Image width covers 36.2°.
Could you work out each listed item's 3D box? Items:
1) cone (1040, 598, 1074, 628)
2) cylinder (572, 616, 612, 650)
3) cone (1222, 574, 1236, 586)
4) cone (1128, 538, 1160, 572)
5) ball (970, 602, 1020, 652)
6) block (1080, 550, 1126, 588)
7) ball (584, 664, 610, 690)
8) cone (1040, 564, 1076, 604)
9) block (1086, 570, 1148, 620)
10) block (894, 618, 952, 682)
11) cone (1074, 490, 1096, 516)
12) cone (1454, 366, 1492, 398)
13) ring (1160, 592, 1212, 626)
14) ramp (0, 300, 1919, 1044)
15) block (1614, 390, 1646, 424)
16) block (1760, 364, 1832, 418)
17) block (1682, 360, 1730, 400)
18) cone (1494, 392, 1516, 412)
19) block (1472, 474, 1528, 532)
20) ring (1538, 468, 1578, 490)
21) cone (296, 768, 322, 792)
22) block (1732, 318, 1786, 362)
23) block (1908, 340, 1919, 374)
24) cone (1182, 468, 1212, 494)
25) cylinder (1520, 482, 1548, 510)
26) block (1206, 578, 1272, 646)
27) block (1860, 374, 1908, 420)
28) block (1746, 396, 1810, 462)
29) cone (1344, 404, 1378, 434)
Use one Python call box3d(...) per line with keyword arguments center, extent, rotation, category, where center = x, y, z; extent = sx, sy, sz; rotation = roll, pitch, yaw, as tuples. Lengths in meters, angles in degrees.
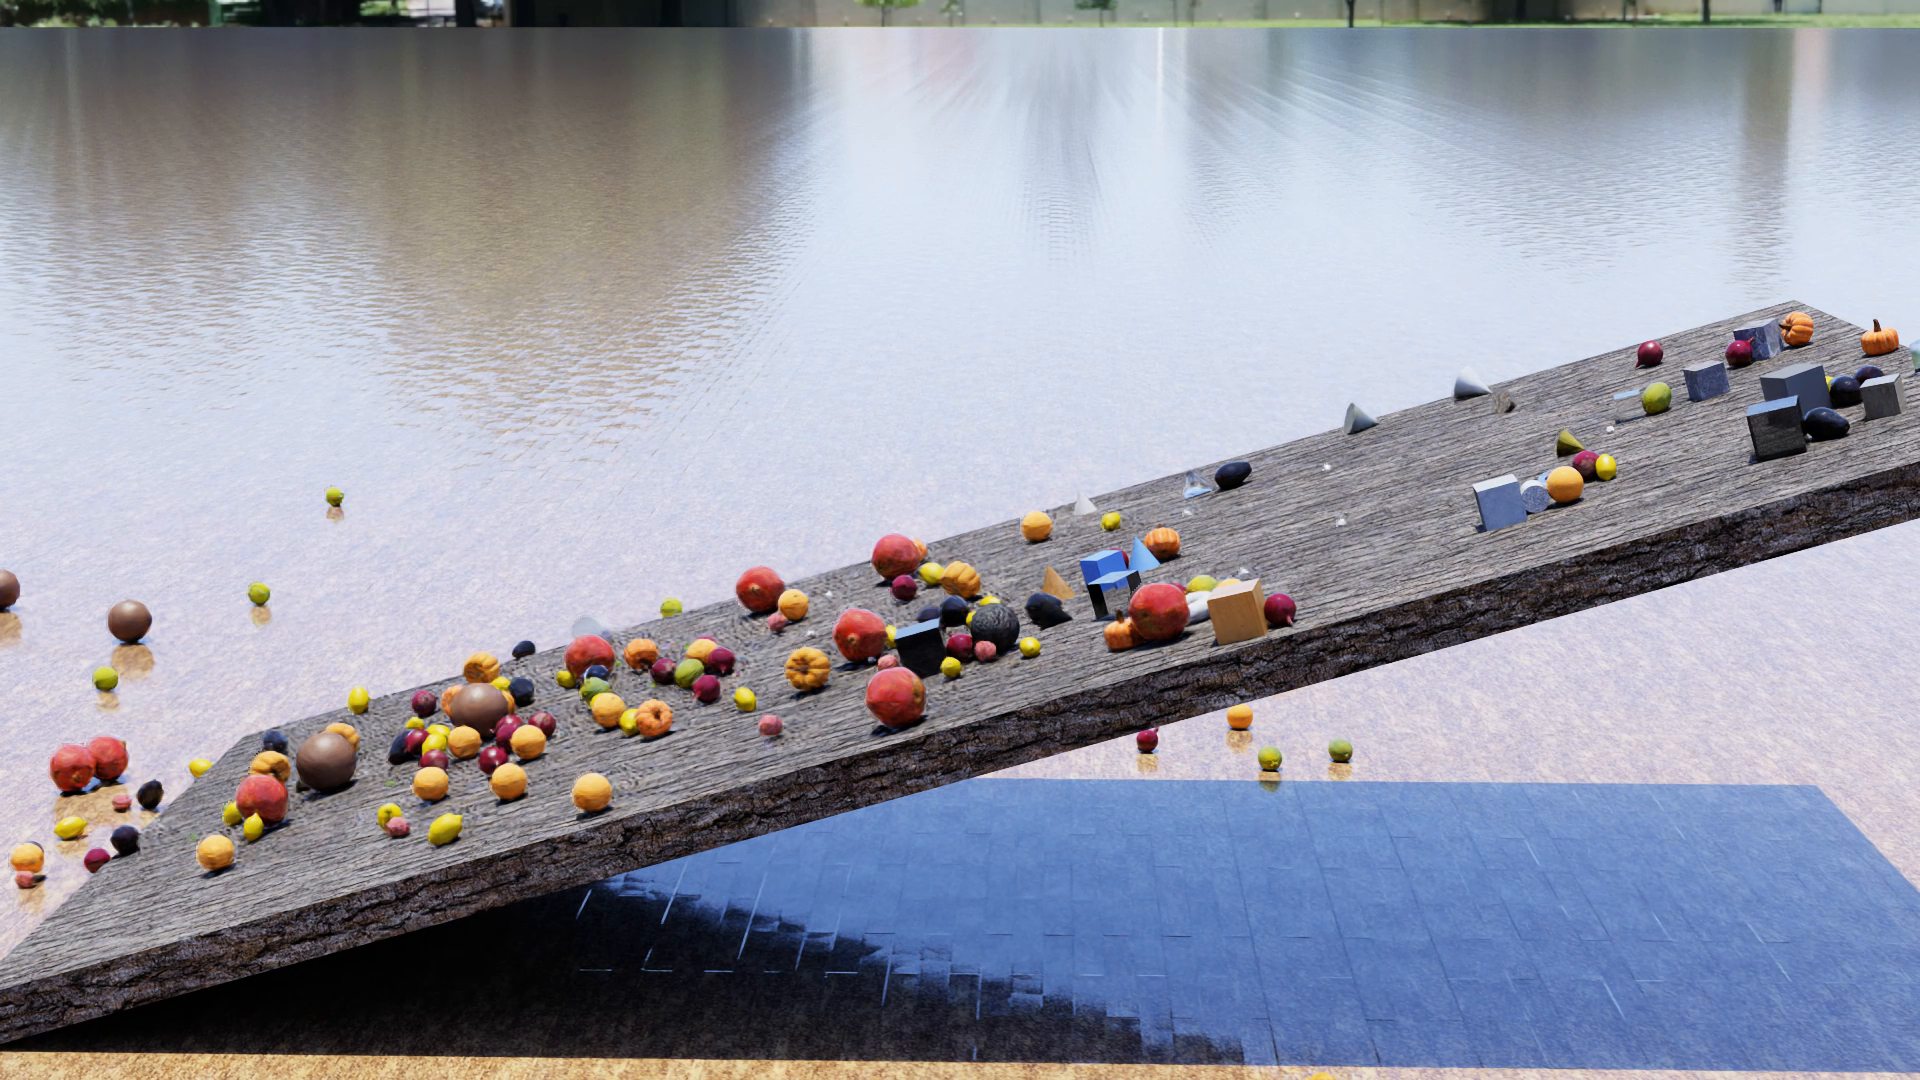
box3d(center=(0.199, 0.153, 5.946), extent=(0.065, 0.065, 0.065), rotation=(12, 12, 6), category="cone")
box3d(center=(-0.892, 0.226, 7.128), extent=(0.078, 0.078, 0.078), rotation=(3, -3, 13), category="cylinder")
box3d(center=(0.535, 0.110, 5.622), extent=(0.073, 0.073, 0.073), rotation=(12, 12, 7), category="cone")
box3d(center=(0.382, 0.025, 6.238), extent=(0.071, 0.071, 0.071), rotation=(-16, 10, 3), category="cone")
box3d(center=(0.069, 0.174, 5.836), extent=(0.099, 0.099, 0.099), rotation=(0, 11, 0), category="ball")
box3d(center=(0.303, 0.063, 6.170), extent=(0.066, 0.066, 0.066), rotation=(-22, 11, -29), category="block")
box3d(center=(-0.809, 0.306, 6.559), extent=(0.056, 0.056, 0.056), rotation=(0, 11, 0), category="ball")
box3d(center=(0.195, 0.086, 6.184), extent=(0.079, 0.079, 0.079), rotation=(-16, 10, 3), category="cone")
box3d(center=(0.314, 0.110, 5.863), extent=(0.075, 0.075, 0.075), rotation=(-25, 13, -41), category="block")
box3d(center=(-0.073, 0.219, 5.849), extent=(0.091, 0.091, 0.091), rotation=(-16, 10, 4), category="block")
box3d(center=(0.294, -0.095, 7.097), extent=(0.059, 0.059, 0.059), rotation=(-16, 10, 3), category="cone")
box3d(center=(1.250, -0.368, 7.105), extent=(0.083, 0.083, 0.083), rotation=(24, 22, 32), category="cone")
box3d(center=(0.440, 0.133, 5.633), extent=(0.116, 0.039, 0.116), rotation=(-18, 12, 4), category="ring")
box3d(center=(0.089, 0.188, 6.322), extent=(4.000, 0.100, 2.000), rotation=(-16, 10, 5), category="ramp")
box3d(center=(1.433, -0.286, 6.294), extent=(0.053, 0.053, 0.053), rotation=(-14, 10, 13), category="block")
box3d(center=(1.662, -0.293, 5.847), extent=(0.089, 0.089, 0.089), rotation=(-19, 10, -15), category="block")
box3d(center=(1.598, -0.342, 6.294), extent=(0.066, 0.066, 0.066), rotation=(-18, 10, -7), category="block")
box3d(center=(1.272, -0.314, 6.808), extent=(0.050, 0.050, 0.050), rotation=(14, 1, -34), category="cone")
box3d(center=(1.040, -0.072, 5.665), extent=(0.080, 0.080, 0.080), rotation=(-15, 10, 6), category="block")
box3d(center=(1.191, -0.123, 5.857), extent=(0.083, 0.028, 0.083), rotation=(-15, 10, 3), category="ring")
box3d(center=(-1.441, 0.537, 6.530), extent=(0.056, 0.056, 0.056), rotation=(10, 11, -1), category="cone")
box3d(center=(1.779, -0.445, 6.549), extent=(0.074, 0.074, 0.074), rotation=(-7, 13, 43), category="block")
box3d(center=(1.953, -0.374, 5.903), extent=(0.061, 0.061, 0.061), rotation=(-24, 13, -39), category="block")
box3d(center=(0.567, -0.124, 6.891), extent=(0.067, 0.067, 0.067), rotation=(27, 10, -5), category="cone")
box3d(center=(1.111, -0.084, 5.693), extent=(0.054, 0.054, 0.054), rotation=(2, 1, 10), category="cylinder")
box3d(center=(0.511, 0.131, 5.381), extent=(0.087, 0.087, 0.087), rotation=(-13, 10, 17), category="block")
box3d(center=(1.770, -0.275, 5.635), extent=(0.065, 0.065, 0.065), rotation=(-11, 11, 31), category="block")
box3d(center=(1.547, -0.210, 5.563), extent=(0.092, 0.092, 0.092), rotation=(-13, 10, 21), category="block")
box3d(center=(0.978, -0.286, 7.103), extent=(0.079, 0.079, 0.079), rotation=(10, 9, -10), category="cone")
